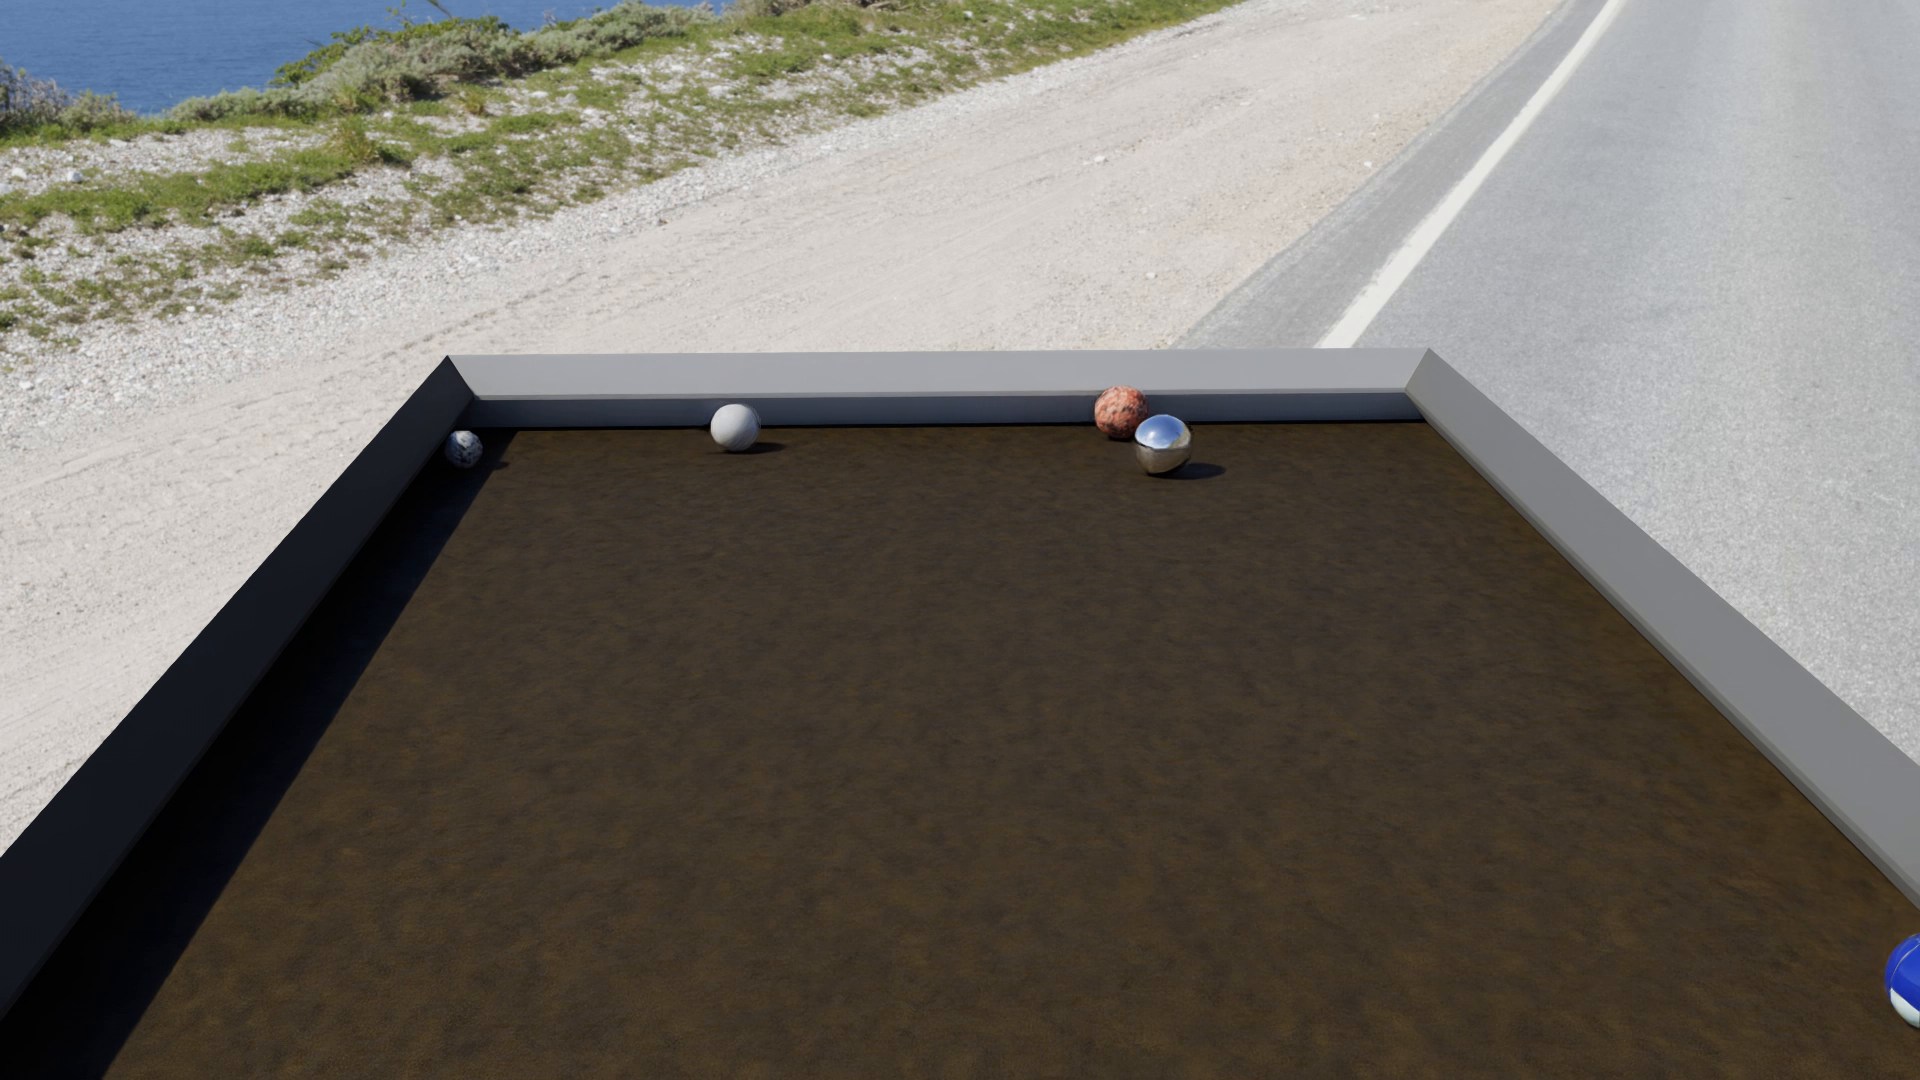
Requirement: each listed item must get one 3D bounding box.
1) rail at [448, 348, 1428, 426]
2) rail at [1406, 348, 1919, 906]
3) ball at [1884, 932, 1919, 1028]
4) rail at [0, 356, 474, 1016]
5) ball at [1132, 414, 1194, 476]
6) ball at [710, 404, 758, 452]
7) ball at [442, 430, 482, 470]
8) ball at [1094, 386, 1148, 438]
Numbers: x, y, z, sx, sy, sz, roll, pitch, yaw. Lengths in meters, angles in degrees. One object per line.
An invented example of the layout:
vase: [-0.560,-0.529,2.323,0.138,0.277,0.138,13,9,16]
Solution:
rail: [-0.026,-0.223,3.284,1.473,0.109,0.045,-1,17,-2]
rail: [0.739,0.185,1.935,0.045,0.109,2.920,-1,17,-2]
ball: [0.699,0.315,1.569,0.072,0.072,0.072,0,17,0]
rail: [-0.685,0.200,1.885,0.045,0.109,2.920,-1,17,-2]
ball: [0.279,-0.131,3.024,0.084,0.084,0.084,0,17,0]
ball: [-0.323,-0.161,3.151,0.069,0.069,0.069,0,17,0]
ball: [-0.693,-0.126,3.058,0.055,0.055,0.055,0,17,0]
ball: [0.236,-0.187,3.222,0.078,0.078,0.078,0,17,0]
